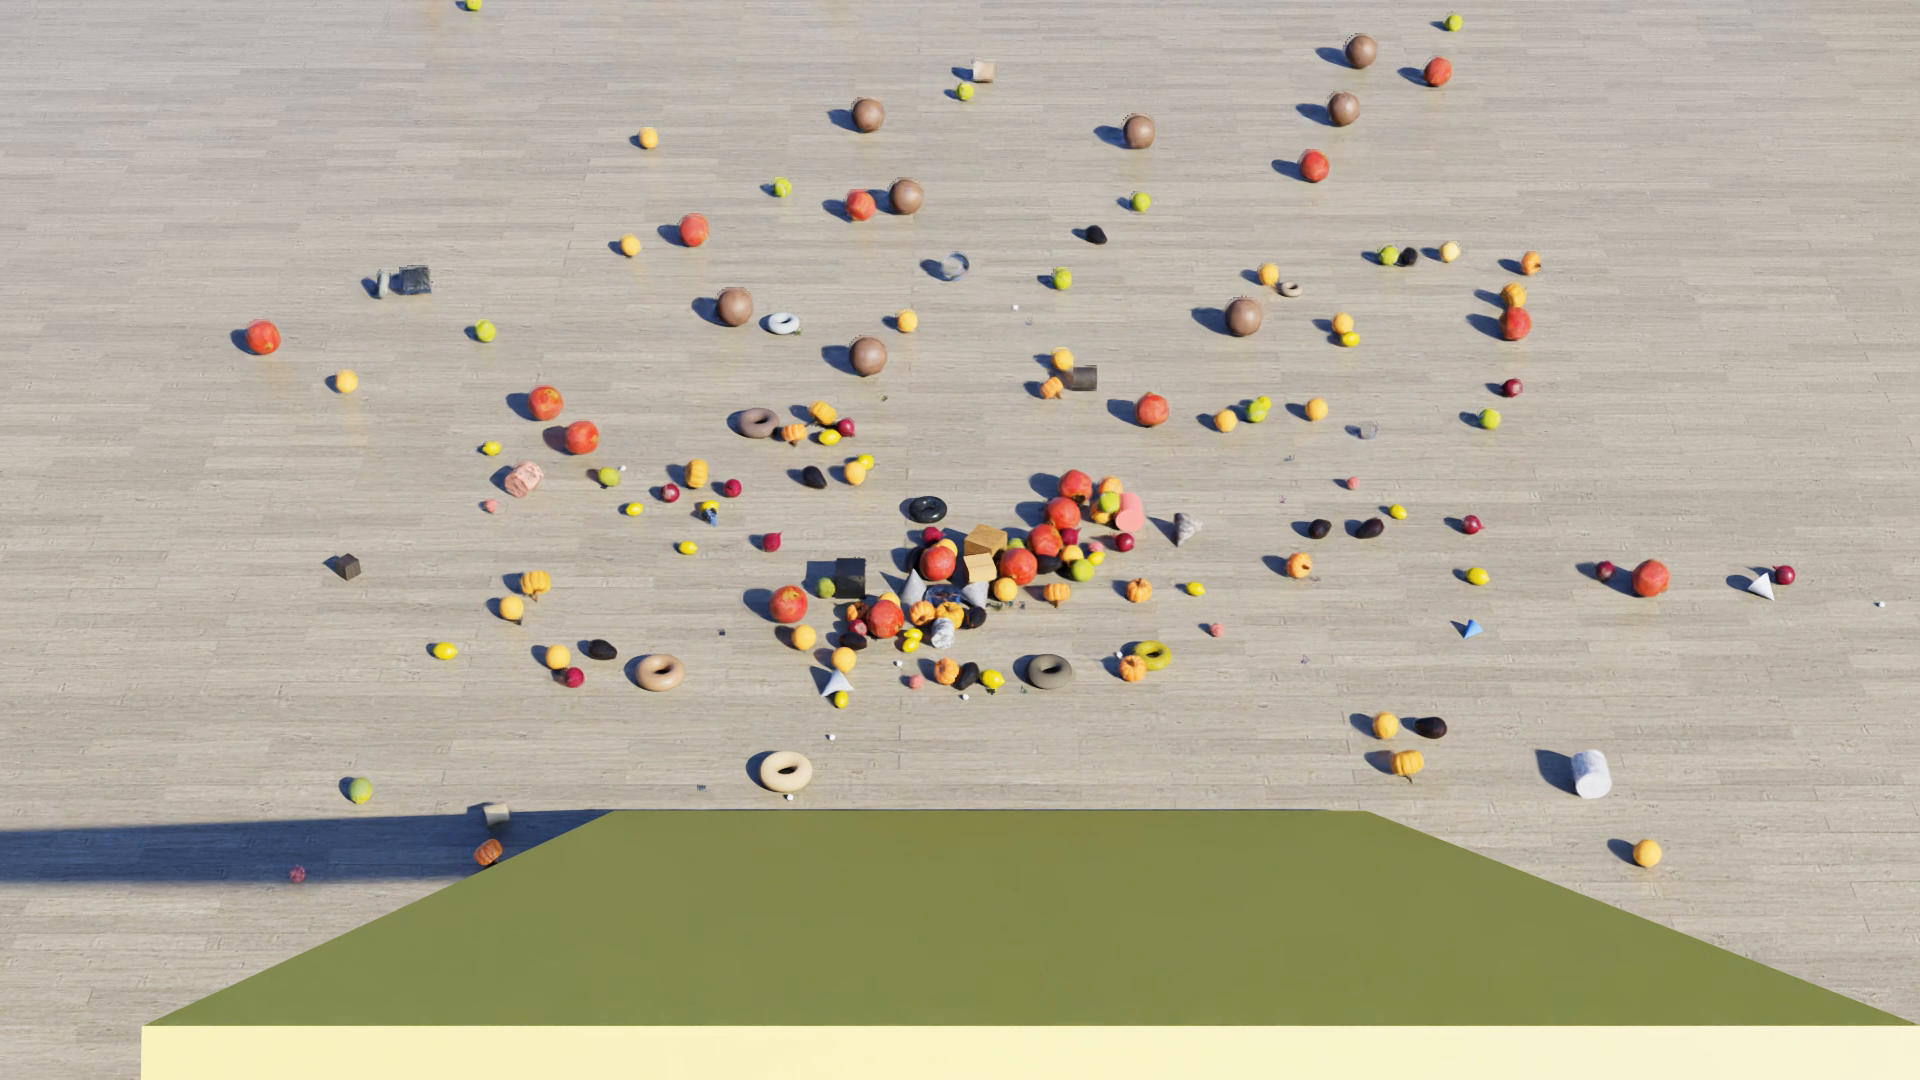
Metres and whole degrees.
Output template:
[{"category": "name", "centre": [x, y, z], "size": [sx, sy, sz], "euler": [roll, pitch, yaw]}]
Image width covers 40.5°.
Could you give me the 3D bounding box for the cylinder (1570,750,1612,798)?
[{"category": "cylinder", "centre": [1.717, 0.637, 7.079], "size": [0.094, 0.094, 0.094], "euler": [1, 37, 2]}]

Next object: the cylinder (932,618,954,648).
[{"category": "cylinder", "centre": [-0.050, 0.273, 7.591], "size": [0.065, 0.065, 0.065], "euler": [0, 37, 0]}]

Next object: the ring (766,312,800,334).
[{"category": "ring", "centre": [-0.611, -0.748, 8.977], "size": [0.116, 0.039, 0.116], "euler": [0, 35, 0]}]

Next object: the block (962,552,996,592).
[{"category": "block", "centre": [0.059, 0.101, 7.805], "size": [0.082, 0.082, 0.082], "euler": [-8, 38, -11]}]

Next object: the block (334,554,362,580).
[{"category": "block", "centre": [-1.849, 0.082, 7.856], "size": [0.052, 0.052, 0.052], "euler": [28, 45, 32]}]

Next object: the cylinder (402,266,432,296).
[{"category": "cylinder", "centre": [-1.912, -0.912, 9.149], "size": [0.091, 0.091, 0.091], "euler": [-7, 37, -10]}]

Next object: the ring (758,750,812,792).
[{"category": "ring", "centre": [-0.478, 0.634, 7.121], "size": [0.149, 0.050, 0.149], "euler": [1, 35, 0]}]

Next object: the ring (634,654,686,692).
[{"category": "ring", "centre": [-0.860, 0.380, 7.461], "size": [0.144, 0.048, 0.144], "euler": [1, 36, -1]}]

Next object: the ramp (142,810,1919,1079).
[{"category": "ramp", "centre": [0.081, 0.683, 4.918], "size": [2.000, 0.100, 4.000], "euler": [0, -2, 0]}]

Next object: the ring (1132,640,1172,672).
[{"category": "ring", "centre": [0.554, 0.335, 7.529], "size": [0.117, 0.039, 0.117], "euler": [1, 38, -1]}]

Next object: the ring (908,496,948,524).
[{"category": "ring", "centre": [-0.100, -0.095, 8.102], "size": [0.122, 0.041, 0.122], "euler": [0, 36, 0]}]

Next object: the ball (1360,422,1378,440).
[{"category": "ball", "centre": [1.327, -0.353, 8.433], "size": [0.056, 0.056, 0.056], "euler": [0, 37, 0]}]

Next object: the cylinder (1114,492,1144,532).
[{"category": "cylinder", "centre": [0.522, -0.086, 8.050], "size": [0.089, 0.089, 0.089], "euler": [-1, 37, -2]}]

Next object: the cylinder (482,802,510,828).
[{"category": "cylinder", "centre": [-1.244, 0.737, 6.975], "size": [0.059, 0.059, 0.059], "euler": [-13, 39, -17]}]

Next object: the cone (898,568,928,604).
[{"category": "cone", "centre": [-0.138, 0.123, 7.763], "size": [0.098, 0.098, 0.098], "euler": [0, 37, 0]}]

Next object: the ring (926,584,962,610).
[{"category": "ring", "centre": [-0.049, 0.170, 7.752], "size": [0.108, 0.036, 0.108], "euler": [0, 38, 0]}]

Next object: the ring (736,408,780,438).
[{"category": "ring", "centre": [-0.658, -0.382, 8.480], "size": [0.141, 0.047, 0.141], "euler": [1, 37, -1]}]

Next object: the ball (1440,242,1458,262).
[{"category": "ball", "centre": [1.754, -1.033, 9.331], "size": [0.070, 0.070, 0.070], "euler": [0, 37, 0]}]

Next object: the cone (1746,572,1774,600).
[{"category": "cone", "centre": [2.409, 0.153, 7.776], "size": [0.078, 0.078, 0.078], "euler": [-27, 71, -32]}]

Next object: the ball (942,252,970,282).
[{"category": "ball", "centre": [-0.015, -0.967, 9.218], "size": [0.100, 0.100, 0.100], "euler": [0, 37, 0]}]

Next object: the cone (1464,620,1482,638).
[{"category": "cone", "centre": [1.494, 0.271, 7.626], "size": [0.054, 0.054, 0.054], "euler": [-46, 52, -11]}]

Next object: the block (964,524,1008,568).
[{"category": "block", "centre": [0.078, 0.026, 7.894], "size": [0.096, 0.096, 0.096], "euler": [19, 41, 23]}]

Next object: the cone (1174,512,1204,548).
[{"category": "cone", "centre": [0.685, -0.016, 7.994], "size": [0.099, 0.099, 0.099], "euler": [15, 66, 19]}]

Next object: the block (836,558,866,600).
[{"category": "block", "centre": [-0.327, 0.115, 7.782], "size": [0.087, 0.087, 0.087], "euler": [0, 37, 0]}]

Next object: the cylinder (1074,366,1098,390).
[{"category": "cylinder", "centre": [0.418, -0.538, 8.663], "size": [0.077, 0.077, 0.077], "euler": [2, 37, 3]}]

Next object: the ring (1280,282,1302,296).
[{"category": "ring", "centre": [1.166, -0.885, 9.168], "size": [0.083, 0.028, 0.083], "euler": [1, 37, -1]}]

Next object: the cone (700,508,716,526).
[{"category": "cone", "centre": [-0.770, -0.062, 8.071], "size": [0.055, 0.055, 0.055], "euler": [-25, 77, -29]}]

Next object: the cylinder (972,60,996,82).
[{"category": "cylinder", "centre": [0.099, -1.883, 10.452], "size": [0.084, 0.084, 0.084], "euler": [7, 37, 8]}]

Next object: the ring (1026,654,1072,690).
[{"category": "ring", "centre": [0.254, 0.377, 7.468], "size": [0.135, 0.045, 0.135], "euler": [1, 36, 0]}]
